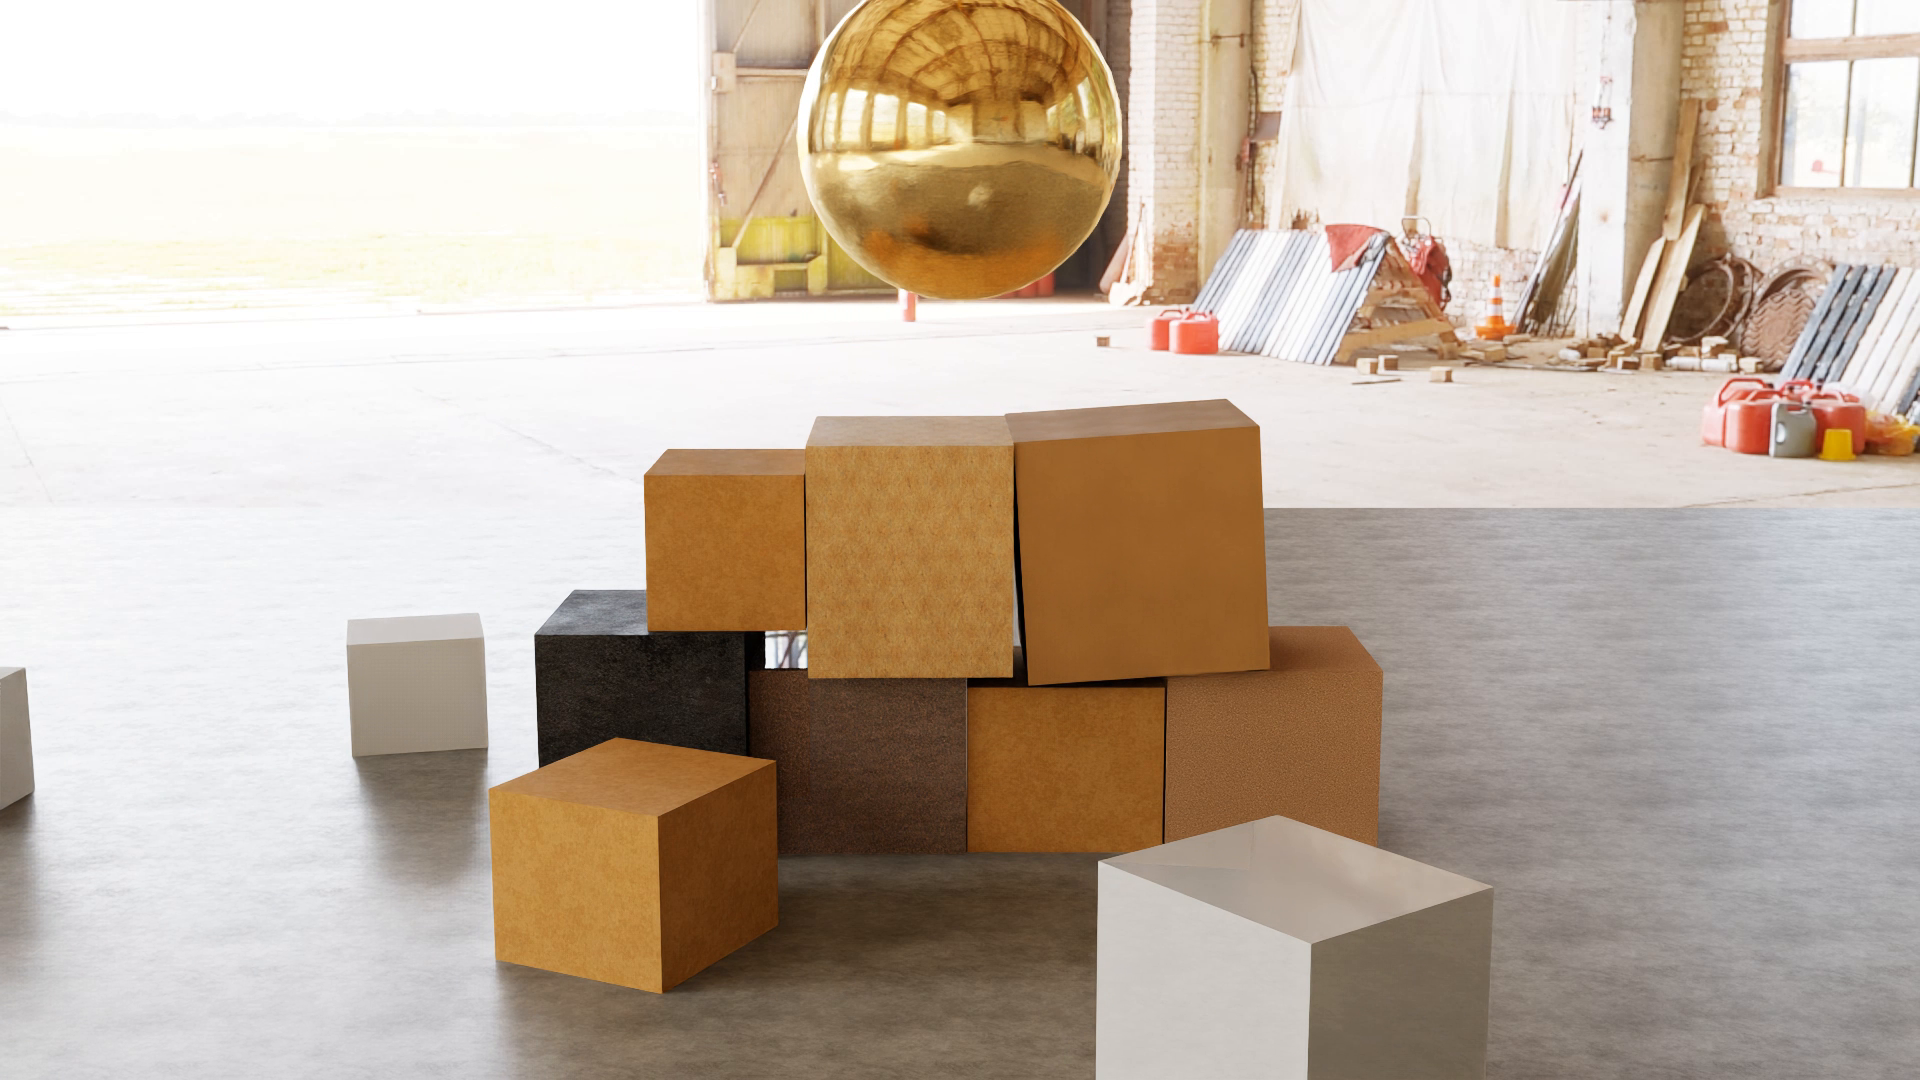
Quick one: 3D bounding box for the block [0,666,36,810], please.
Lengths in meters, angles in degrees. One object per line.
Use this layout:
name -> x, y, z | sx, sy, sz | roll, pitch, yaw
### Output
block -> -5.493, 1.089, 11.646 | 0.798, 0.691, 0.752 | 1, 10, 5

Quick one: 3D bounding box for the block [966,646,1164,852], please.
block -> 0.523, 1.063, 11.356 | 0.974, 0.846, 0.906 | 0, 10, 0

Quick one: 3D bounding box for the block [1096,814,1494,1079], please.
block -> 1.129, 1.649, 7.551 | 0.873, 1.053, 1.002 | -8, 13, -37

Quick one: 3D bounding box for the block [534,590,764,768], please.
block -> -1.553, 0.923, 11.293 | 1.020, 1.143, 1.096 | 0, 10, 0

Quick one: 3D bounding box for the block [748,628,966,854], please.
block -> -0.504, 1.018, 11.346 | 1.072, 0.937, 0.959 | 0, 10, 0

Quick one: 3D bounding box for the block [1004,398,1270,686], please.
block -> 0.871, -0.021, 11.160 | 1.178, 1.193, 1.155 | -4, 10, 0

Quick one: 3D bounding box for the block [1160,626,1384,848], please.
block -> 1.549, 1.014, 11.375 | 1.057, 0.936, 1.014 | 0, 10, 0

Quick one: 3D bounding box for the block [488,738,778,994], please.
block -> -1.420, 1.405, 9.693 | 0.871, 0.768, 0.925 | 5, 12, 26

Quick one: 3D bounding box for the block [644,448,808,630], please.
block -> -1.143, -0.018, 11.126 | 0.772, 0.769, 0.931 | 0, 10, 0

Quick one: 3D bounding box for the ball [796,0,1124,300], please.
ball -> 0.000, -1.979, 10.783 | 1.600, 1.600, 1.600 | 0, 10, 0

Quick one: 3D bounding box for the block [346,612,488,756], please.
block -> -3.225, 0.846, 13.066 | 0.776, 0.661, 0.706 | -3, 11, -14

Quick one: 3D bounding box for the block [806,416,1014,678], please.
block -> -0.250, 0.006, 11.126 | 0.992, 1.133, 1.165 | 0, 10, -1
